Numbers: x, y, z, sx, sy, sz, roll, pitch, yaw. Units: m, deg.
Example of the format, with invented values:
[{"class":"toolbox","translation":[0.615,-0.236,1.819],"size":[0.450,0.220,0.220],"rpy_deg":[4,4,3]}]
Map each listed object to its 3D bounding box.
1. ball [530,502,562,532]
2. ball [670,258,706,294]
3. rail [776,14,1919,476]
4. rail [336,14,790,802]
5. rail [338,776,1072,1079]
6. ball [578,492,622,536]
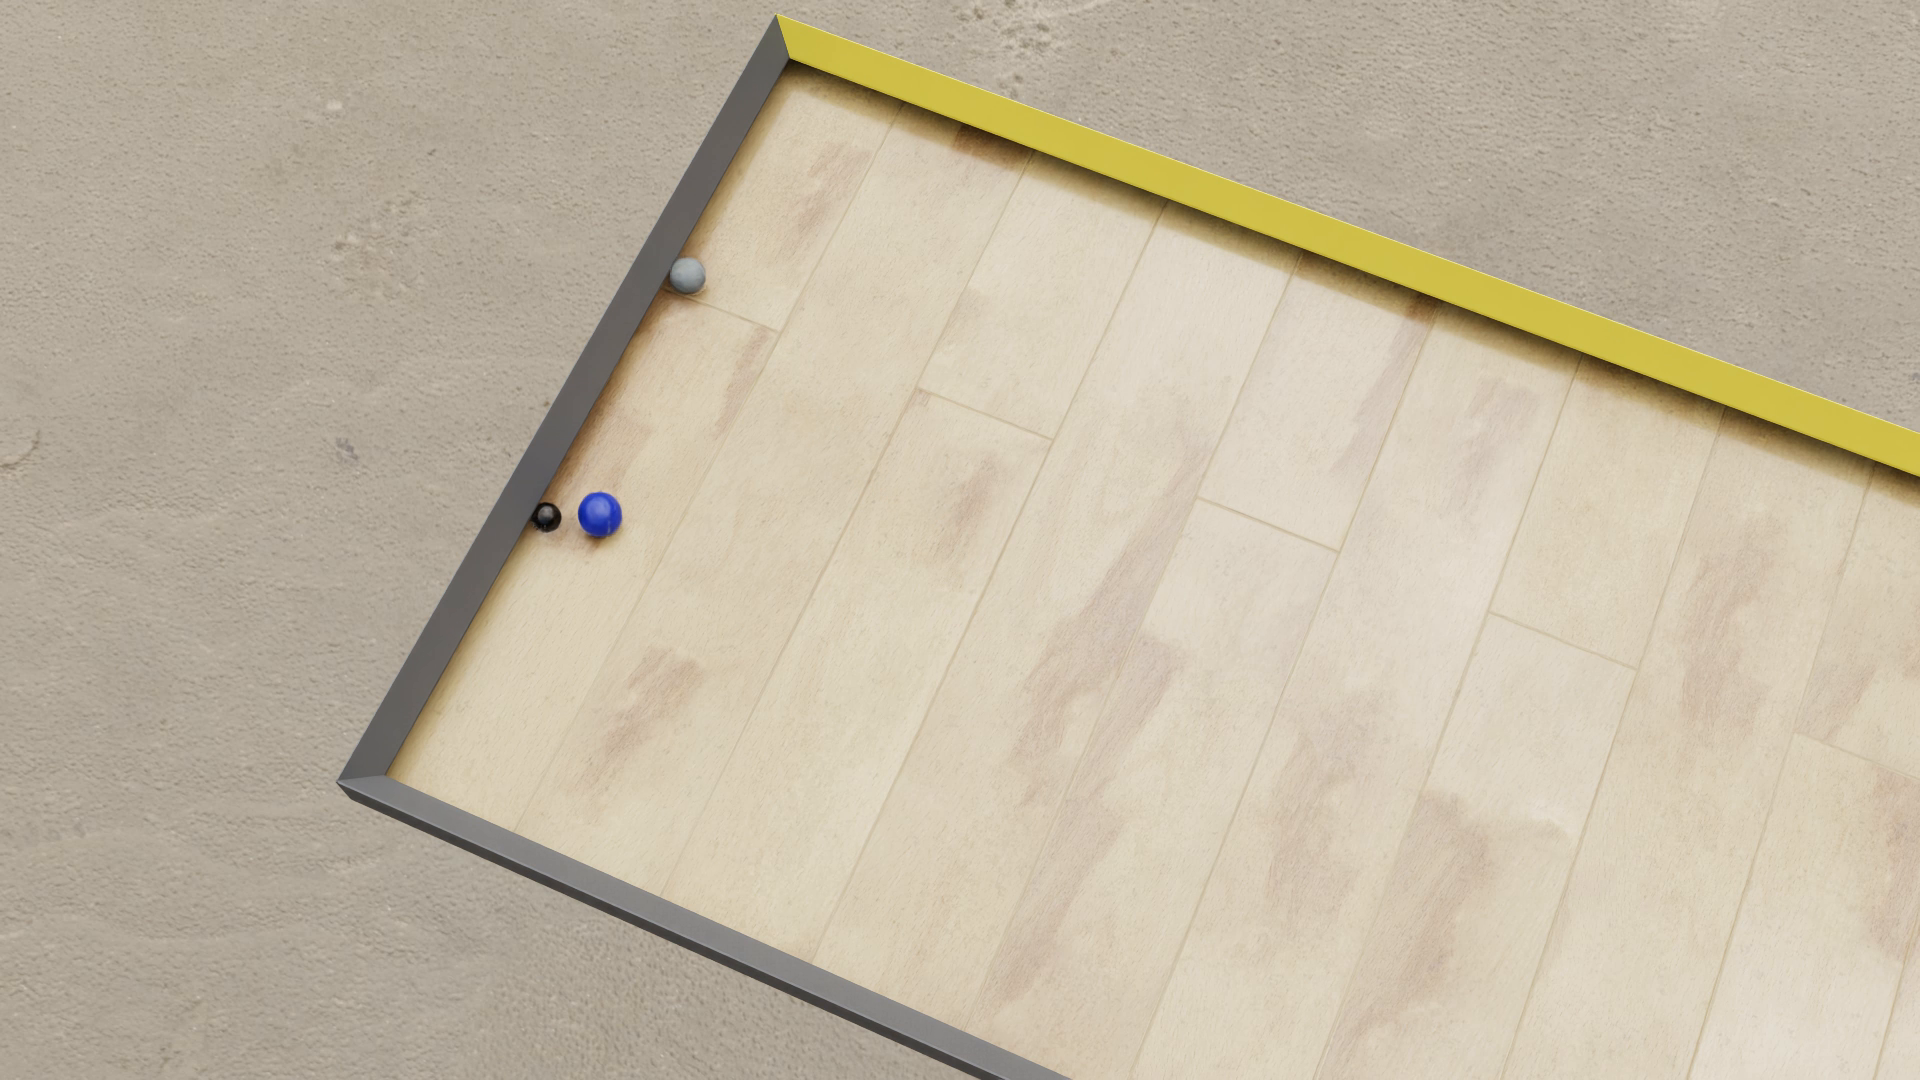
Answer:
[{"class":"ball","translation":[-0.667,-0.036,3.546],"size":[0.050,0.050,0.050],"rpy_deg":[0,67,0]},{"class":"ball","translation":[-0.459,-0.447,3.716],"size":[0.061,0.061,0.061],"rpy_deg":[0,67,0]},{"class":"rail","translation":[0.928,-0.377,3.667],"size":[2.754,0.094,0.045],"rpy_deg":[22,69,9]},{"class":"rail","translation":[-0.609,-0.253,3.615],"size":[0.045,0.094,1.529],"rpy_deg":[22,69,9]},{"class":"rail","translation":[0.333,0.870,3.132],"size":[2.754,0.094,0.045],"rpy_deg":[22,69,9]},{"class":"ball","translation":[-0.579,-0.042,3.536],"size":[0.072,0.072,0.072],"rpy_deg":[0,67,0]}]
